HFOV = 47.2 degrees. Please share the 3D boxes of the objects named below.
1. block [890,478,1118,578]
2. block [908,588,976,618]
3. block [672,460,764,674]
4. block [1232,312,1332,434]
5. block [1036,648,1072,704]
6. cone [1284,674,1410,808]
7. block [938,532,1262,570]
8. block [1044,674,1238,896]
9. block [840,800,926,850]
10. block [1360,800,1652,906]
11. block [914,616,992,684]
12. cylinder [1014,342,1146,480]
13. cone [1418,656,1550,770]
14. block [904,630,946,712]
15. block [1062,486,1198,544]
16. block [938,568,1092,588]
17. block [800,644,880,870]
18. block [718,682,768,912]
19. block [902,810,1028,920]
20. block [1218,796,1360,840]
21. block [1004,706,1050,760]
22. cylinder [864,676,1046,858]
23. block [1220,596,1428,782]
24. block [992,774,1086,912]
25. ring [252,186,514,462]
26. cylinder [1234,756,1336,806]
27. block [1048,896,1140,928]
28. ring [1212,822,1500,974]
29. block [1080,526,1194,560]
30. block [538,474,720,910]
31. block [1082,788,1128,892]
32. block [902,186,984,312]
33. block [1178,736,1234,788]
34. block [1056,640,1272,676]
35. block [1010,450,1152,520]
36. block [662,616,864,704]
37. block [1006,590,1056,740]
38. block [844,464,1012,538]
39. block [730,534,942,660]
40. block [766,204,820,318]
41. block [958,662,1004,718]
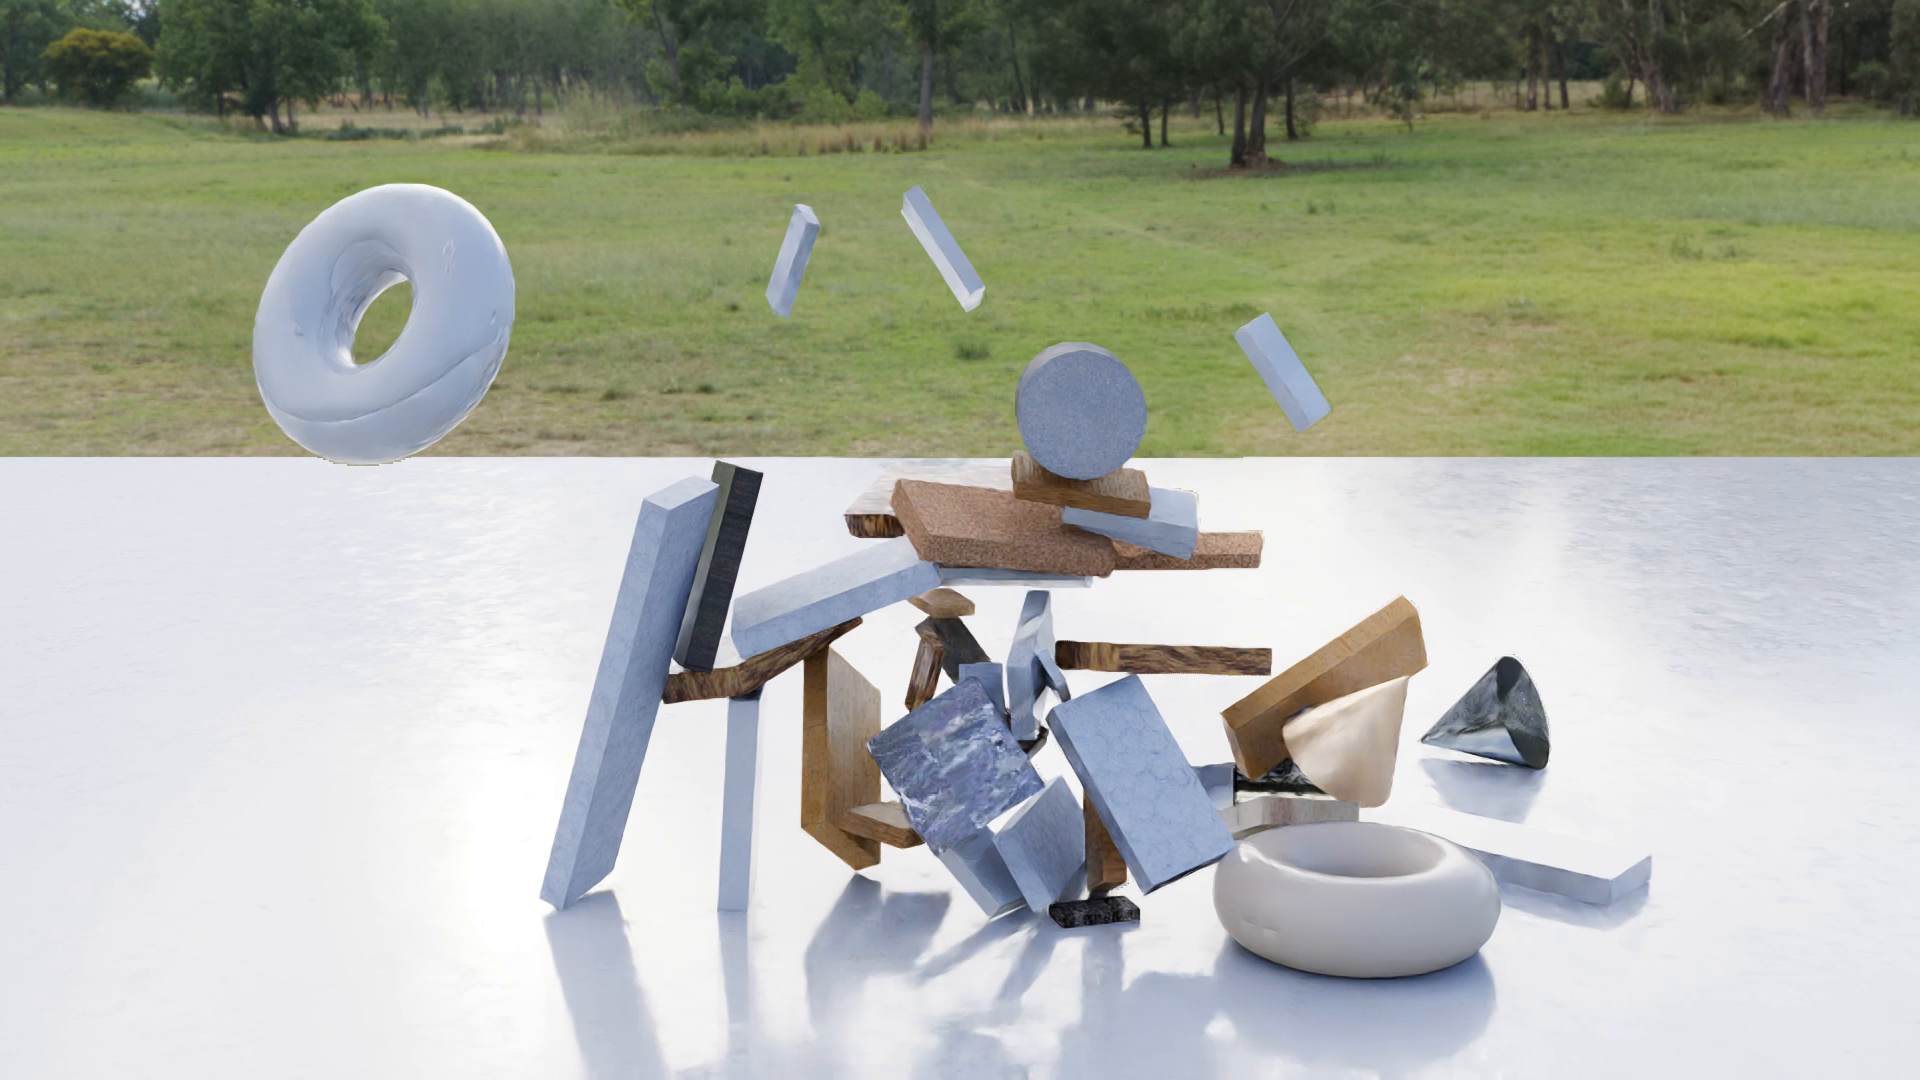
[{"bbox_3d":[0.072,-0.019,3.622,0.345,0.049,0.172,6,31,-25],"label":"block"},{"bbox_3d":[-0.032,0.106,3.723,0.074,0.021,0.148,-3,10,-18],"label":"block"},{"bbox_3d":[-0.400,0.041,3.574,0.047,0.331,0.166,14,1,-18],"label":"block"},{"bbox_3d":[0.519,-0.270,3.535,0.027,0.191,0.095,-34,-1,35],"label":"block"},{"bbox_3d":[0.158,0.233,3.599,0.018,0.065,0.130,-29,-28,-4],"label":"block"},{"bbox_3d":[0.696,0.298,3.702,0.217,0.217,0.217,22,35,-16],"label":"cone"},{"bbox_3d":[0.237,0.021,3.768,0.551,0.027,0.095,-1,22,11],"label":"block"},{"bbox_3d":[0.290,0.390,3.544,0.165,0.330,0.047,-20,-21,-24],"label":"block"},{"bbox_3d":[-0.105,0.481,3.721,0.116,0.033,0.232,16,2,19],"label":"block"},{"bbox_3d":[0.938,0.538,3.814,0.473,0.046,0.163,9,15,39],"label":"block"},{"bbox_3d":[-0.009,0.184,3.747,0.074,0.021,0.148,-35,59,-3],"label":"block"},{"bbox_3d":[0.190,-0.210,3.512,0.201,0.201,0.201,0,9,0],"label":"cylinder"},{"bbox_3d":[1.031,0.380,4.454,0.237,0.237,0.237,-21,-2,32],"label":"cone"},{"bbox_3d":[-0.058,0.227,3.638,0.020,0.139,0.070,6,23,-22],"label":"block"},{"bbox_3d":[0.281,-0.053,3.643,0.222,0.031,0.111,9,32,-2],"label":"block"},{"bbox_3d":[0.086,0.064,3.737,0.270,0.018,0.065,0,-12,14],"label":"block"},{"bbox_3d":[-0.205,0.376,3.814,0.050,0.352,0.176,-20,-41,22],"label":"block"},{"bbox_3d":[-0.360,0.415,3.640,0.050,0.352,0.176,4,10,-1],"label":"block"},{"bbox_3d":[0.019,0.513,3.623,0.232,0.033,0.116,47,32,22],"label":"block"},{"bbox_3d":[0.555,0.480,3.762,0.163,0.046,0.327,4,-12,-6],"label":"block"},{"bbox_3d":[0.041,0.359,3.645,0.116,0.033,0.232,26,38,19],"label":"block"},{"bbox_3d":[-0.007,0.347,3.377,0.202,0.202,0.202,-32,-6,-4],"label":"cylinder"},{"bbox_3d":[0.644,0.262,3.866,0.387,0.165,0.047,-32,48,-8],"label":"block"},{"bbox_3d":[0.149,0.504,3.699,0.039,0.136,0.391,-30,-1,16],"label":"block"},{"bbox_3d":[-0.824,-0.311,3.138,0.421,0.421,0.140,5,-15,26],"label":"ring"},{"bbox_3d":[0.615,0.413,4.062,0.205,0.205,0.205,2,11,10],"label":"cylinder"},{"bbox_3d":[0.217,0.601,3.557,0.133,0.019,0.067,-3,11,-18],"label":"block"},{"bbox_3d":[0.619,0.558,3.447,0.446,0.149,0.446,0,9,0],"label":"ring"},{"bbox_3d":[0.297,-0.027,3.690,0.191,0.027,0.095,16,29,-5],"label":"block"},{"bbox_3d":[-0.535,0.250,3.536,0.047,0.733,0.166,24,22,15],"label":"block"},{"bbox_3d":[0.238,0.439,3.647,0.039,0.272,0.136,1,-15,-9],"label":"block"},{"bbox_3d":[-0.031,-0.528,3.991,0.031,0.222,0.111,-32,-7,-8],"label":"block"},{"bbox_3d":[0.474,0.442,4.342,0.327,0.046,0.163,-5,12,-24],"label":"block"},{"bbox_3d":[0.341,0.198,3.660,0.330,0.047,0.165,4,-3,-35],"label":"block"},{"bbox_3d":[0.198,-0.091,3.606,0.222,0.031,0.111,9,29,-7],"label":"block"},{"bbox_3d":[-0.335,0.184,3.711,0.176,0.050,0.352,-9,12,34],"label":"block"},{"bbox_3d":[0.119,0.204,3.631,0.039,0.136,0.272,-1,25,11],"label":"block"},{"bbox_3d":[-0.015,-0.066,3.907,0.345,0.049,0.172,2,33,32],"label":"block"},{"bbox_3d":[-0.204,0.086,3.607,0.345,0.049,0.172,-21,18,3],"label":"block"},{"bbox_3d":[-0.230,-0.383,3.012,0.020,0.139,0.070,12,25,-23],"label":"block"},{"bbox_3d":[0.036,0.276,3.594,0.074,0.148,0.021,-1,0,-32],"label":"block"}]
